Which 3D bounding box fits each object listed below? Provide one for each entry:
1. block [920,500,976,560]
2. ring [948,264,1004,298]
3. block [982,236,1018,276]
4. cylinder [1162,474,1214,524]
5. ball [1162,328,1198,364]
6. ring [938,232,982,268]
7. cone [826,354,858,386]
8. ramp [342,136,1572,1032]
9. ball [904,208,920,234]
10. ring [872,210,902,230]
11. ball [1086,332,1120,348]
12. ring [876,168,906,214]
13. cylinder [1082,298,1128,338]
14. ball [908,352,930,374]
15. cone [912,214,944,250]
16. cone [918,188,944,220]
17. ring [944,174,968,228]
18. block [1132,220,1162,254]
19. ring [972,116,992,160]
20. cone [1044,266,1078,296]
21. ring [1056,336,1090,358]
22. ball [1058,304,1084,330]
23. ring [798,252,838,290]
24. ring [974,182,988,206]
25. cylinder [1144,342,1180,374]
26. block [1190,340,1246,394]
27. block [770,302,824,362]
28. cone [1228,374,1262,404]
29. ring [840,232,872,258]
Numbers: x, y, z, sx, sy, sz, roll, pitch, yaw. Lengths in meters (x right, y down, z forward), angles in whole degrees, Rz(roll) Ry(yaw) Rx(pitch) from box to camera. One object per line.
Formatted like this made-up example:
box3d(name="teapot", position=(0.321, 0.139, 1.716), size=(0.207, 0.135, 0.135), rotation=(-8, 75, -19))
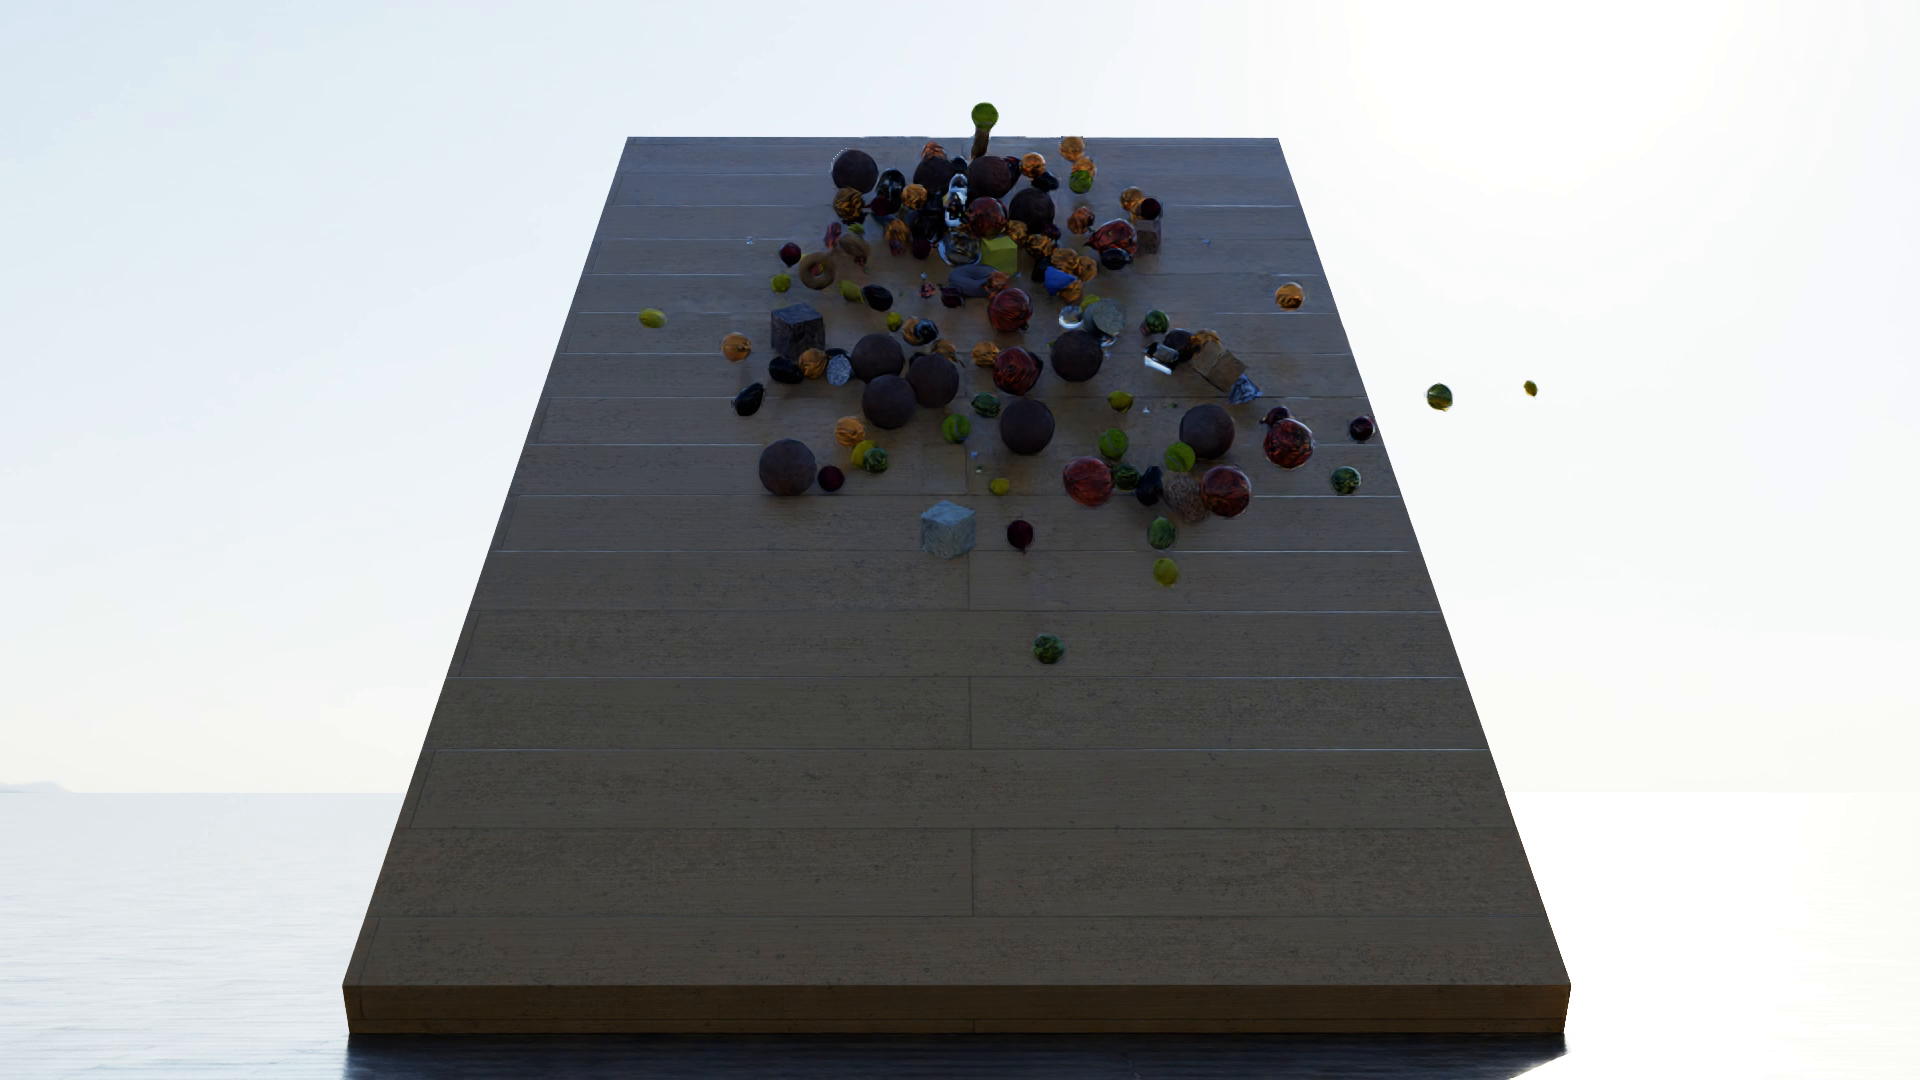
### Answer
box3d(name="block", position=(-0.026, -0.020, 5.147), size=(0.084, 0.084, 0.084), rotation=(20, 35, 31))
box3d(name="ring", position=(0.043, -0.684, 6.362), size=(0.150, 0.050, 0.150), rotation=(1, 30, -1))
box3d(name="block", position=(0.107, -0.762, 6.472), size=(0.077, 0.077, 0.077), rotation=(-8, 30, -15))
box3d(name="cylinder", position=(0.499, -0.091, 5.267), size=(0.082, 0.082, 0.082), rotation=(3, 24, -28))
box3d(name="ball", position=(0.546, -0.481, 5.968), size=(0.086, 0.086, 0.086), rotation=(0, -6, 0))
box3d(name="ring", position=(0.000, -0.784, 6.515), size=(0.123, 0.123, 0.041), rotation=(2, -41, -19))
box3d(name="cone", position=(-0.272, -0.409, 5.886), size=(0.078, 0.078, 0.078), rotation=(-5, -7, 38))
box3d(name="ramp", position=(-0.013, -0.214, 5.679), size=(2.000, 0.100, 4.000), rotation=(0, 29, 0))
box3d(name="ball", position=(-0.117, -0.882, 6.681), size=(0.080, 0.080, 0.080), rotation=(0, -6, 0))
box3d(name="ring", position=(-0.205, -0.894, 6.719), size=(0.094, 0.031, 0.094), rotation=(24, 9, -4))
box3d(name="ball", position=(0.359, -0.525, 6.048), size=(0.081, 0.081, 0.081), rotation=(0, -6, 0))
box3d(name="ring", position=(-0.195, -0.987, 6.813), size=(0.044, 0.131, 0.131), rotation=(1, -6, -31))
box3d(name="cylinder", position=(0.351, -0.539, 5.842), size=(0.086, 0.086, 0.086), rotation=(2, -2, -16))
box3d(name="ball", position=(-0.098, -0.429, 5.842), size=(0.052, 0.052, 0.052), rotation=(0, -6, 0))
box3d(name="cone", position=(-0.069, -0.852, 6.643), size=(0.096, 0.096, 0.096), rotation=(-3, 9, 25))
box3d(name="cone", position=(-0.066, -0.929, 6.599), size=(0.083, 0.083, 0.083), rotation=(14, -9, 2))
box3d(name="ring", position=(-0.010, -0.905, 6.424), size=(0.048, 0.145, 0.145), rotation=(12, -6, 1))
box3d(name="block", position=(0.512, -0.831, 6.601), size=(0.069, 0.069, 0.069), rotation=(7, 34, 11))
box3d(name="ring", position=(0.061, -1.146, 6.869), size=(0.043, 0.130, 0.130), rotation=(10, -6, -3))
box3d(name="cone", position=(0.271, -0.674, 6.237), size=(0.077, 0.077, 0.077), rotation=(-2, -6, 27))
box3d(name="ring", position=(0.282, -0.484, 6.028), size=(0.086, 0.029, 0.086), rotation=(2, 32, -2))
box3d(name="ball", position=(0.270, -0.542, 5.859), size=(0.060, 0.060, 0.060), rotation=(0, -6, 0))
box3d(name="ring", position=(-0.373, -0.708, 6.318), size=(0.103, 0.103, 0.034), rotation=(1, 20, -11))
box3d(name="ring", position=(0.060, -0.977, 6.793), size=(0.025, 0.075, 0.075), rotation=(-17, -7, 2))
box3d(name="cylinder", position=(0.482, -0.434, 5.745), size=(0.060, 0.060, 0.060), rotation=(21, -13, -18))
box3d(name="block", position=(0.606, -0.407, 5.648), size=(0.079, 0.079, 0.079), rotation=(36, 4, -34))
box3d(name="block", position=(-0.406, -0.520, 6.017), size=(0.099, 0.099, 0.099), rotation=(-17, 33, -27))
box3d(name="cone", position=(0.670, -0.379, 5.757), size=(0.086, 0.086, 0.086), rotation=(-18, 12, 4))
box3d(name="ring", position=(-0.277, -0.782, 6.386), size=(0.094, 0.031, 0.094), rotation=(23, -20, 9))
